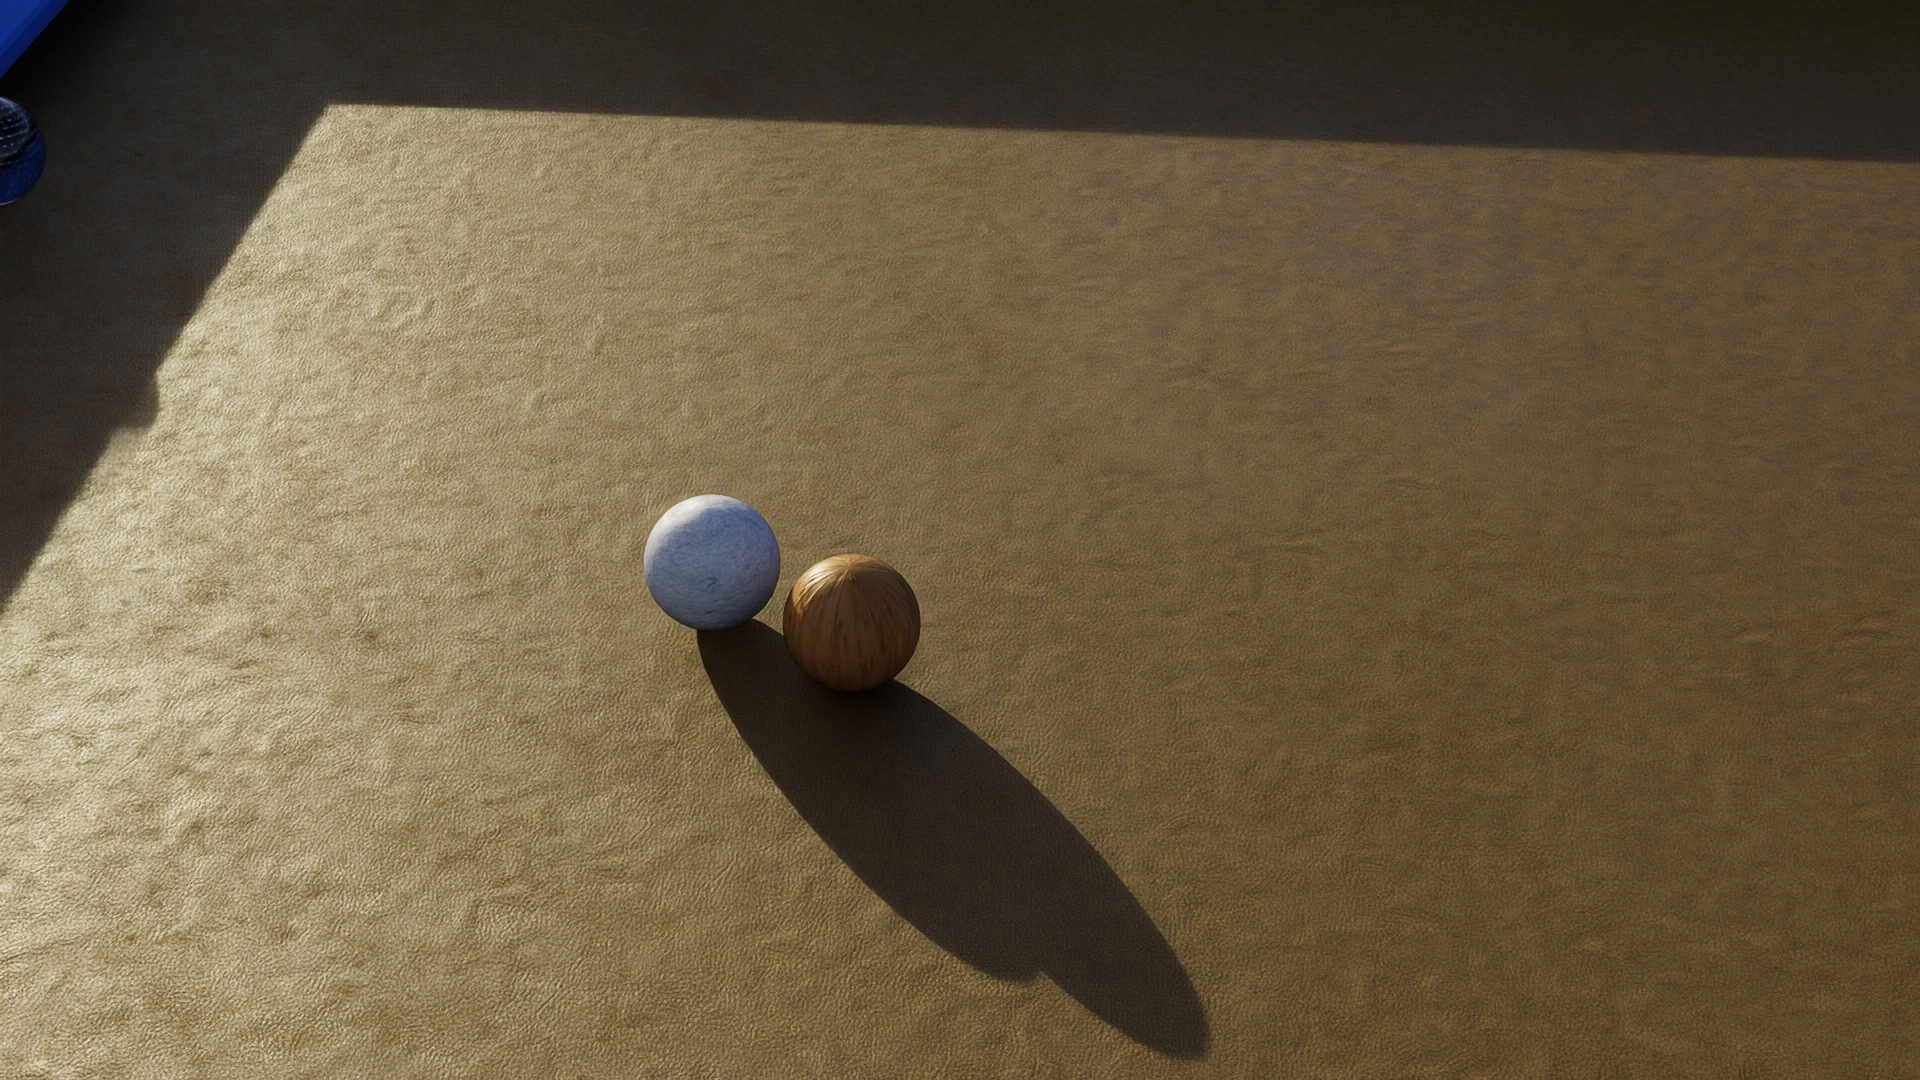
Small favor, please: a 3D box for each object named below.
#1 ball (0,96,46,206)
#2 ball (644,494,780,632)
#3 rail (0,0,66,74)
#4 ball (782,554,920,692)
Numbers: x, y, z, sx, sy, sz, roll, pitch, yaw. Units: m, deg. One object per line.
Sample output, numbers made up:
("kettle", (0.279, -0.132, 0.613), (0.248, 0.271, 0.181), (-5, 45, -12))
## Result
("ball", (-0.816, -0.327, 2.148), (0.095, 0.095, 0.095), (0, 36, 0))
("ball", (-0.162, 0.015, 1.675), (0.089, 0.089, 0.089), (0, 36, 0))
("rail", (-0.924, -0.063, 1.754), (0.045, 0.123, 2.258), (3, 36, 4))
("ball", (-0.069, 0.052, 1.624), (0.088, 0.088, 0.088), (0, 36, 0))
